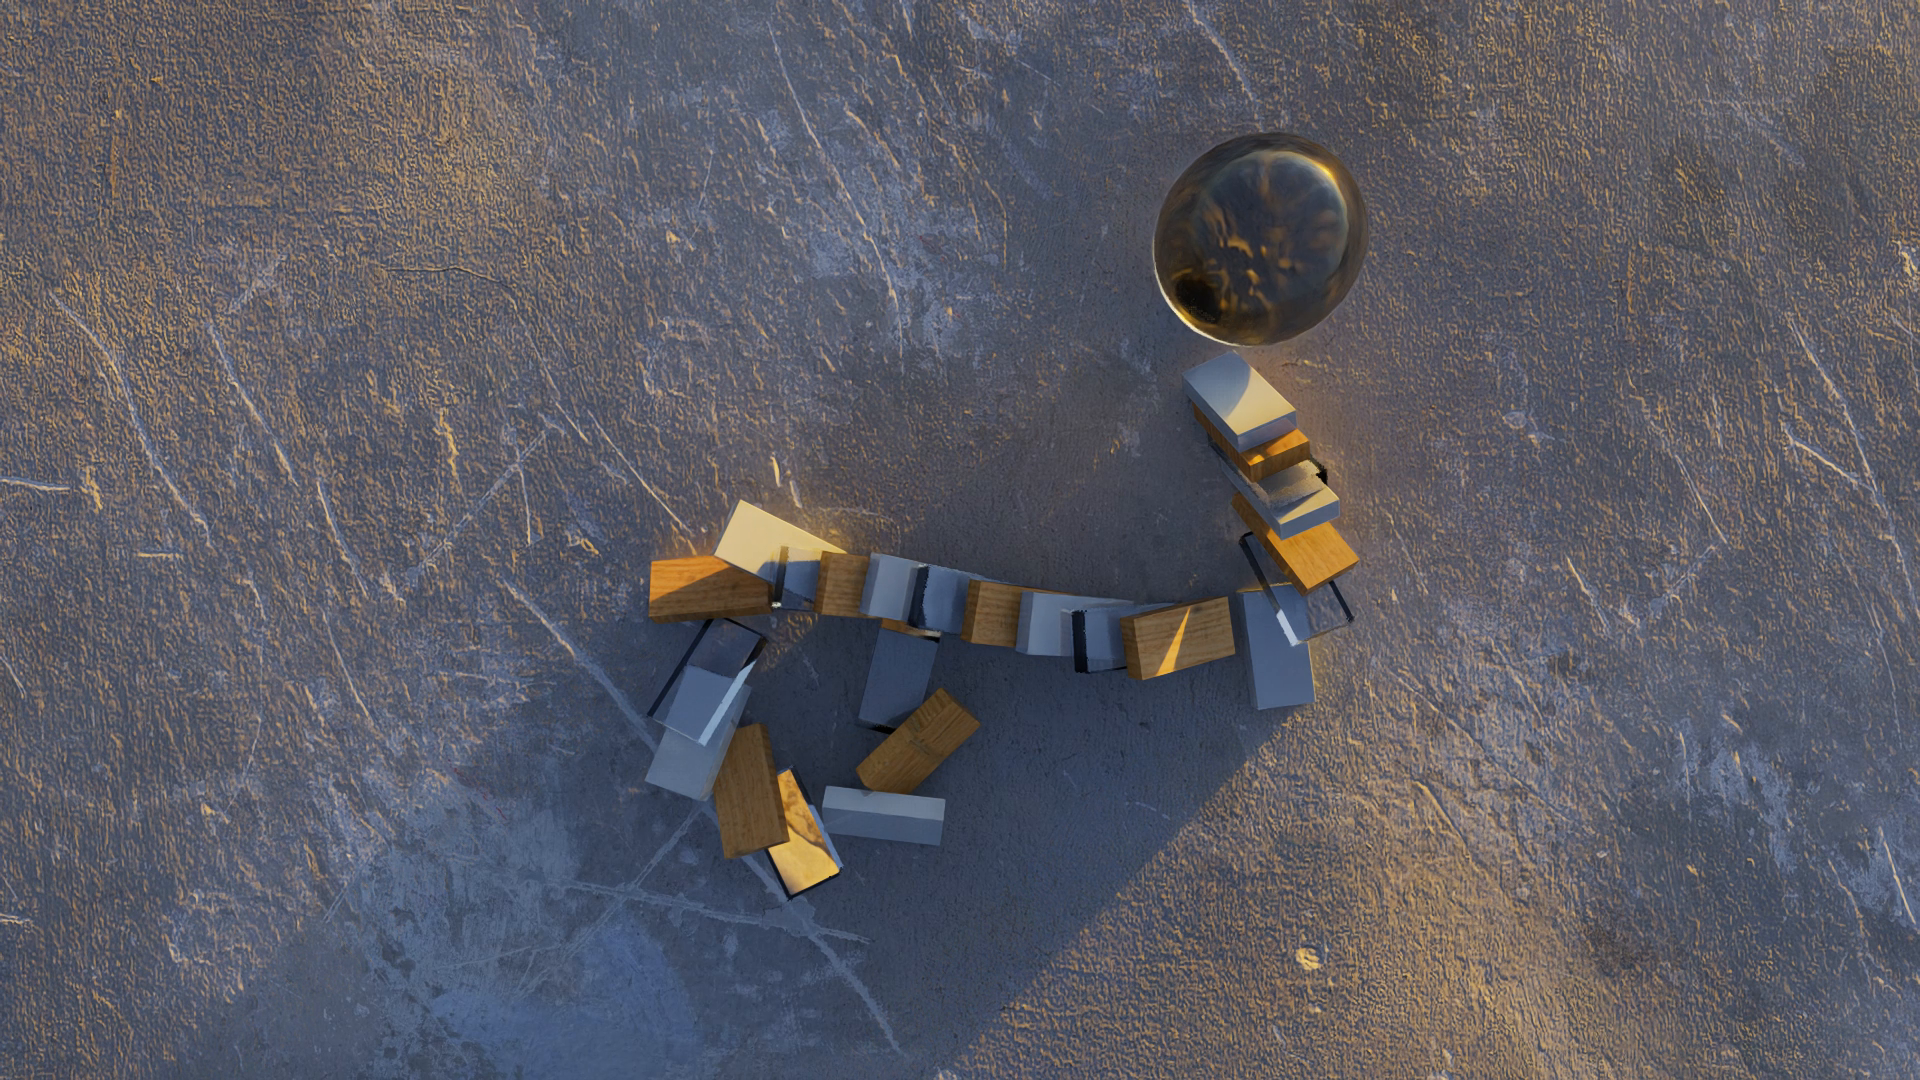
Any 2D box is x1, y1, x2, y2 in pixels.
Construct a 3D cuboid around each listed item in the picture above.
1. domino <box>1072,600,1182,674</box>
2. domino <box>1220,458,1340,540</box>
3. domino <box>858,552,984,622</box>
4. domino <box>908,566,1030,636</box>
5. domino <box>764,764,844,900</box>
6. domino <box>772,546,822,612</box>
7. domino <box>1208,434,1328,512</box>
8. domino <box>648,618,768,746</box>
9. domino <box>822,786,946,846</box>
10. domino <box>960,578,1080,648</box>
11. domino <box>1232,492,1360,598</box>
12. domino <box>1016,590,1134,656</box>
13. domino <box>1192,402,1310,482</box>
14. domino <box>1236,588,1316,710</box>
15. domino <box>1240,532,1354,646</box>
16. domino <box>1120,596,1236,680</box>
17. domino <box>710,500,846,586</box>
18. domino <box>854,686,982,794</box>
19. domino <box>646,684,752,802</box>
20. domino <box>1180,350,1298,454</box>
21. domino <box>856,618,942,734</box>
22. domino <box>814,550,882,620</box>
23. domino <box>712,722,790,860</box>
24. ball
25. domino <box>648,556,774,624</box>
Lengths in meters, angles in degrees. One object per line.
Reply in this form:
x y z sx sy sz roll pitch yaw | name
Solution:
0.071 0.040 0.385 0.050 0.009 0.025 -4 90 -27 | domino
0.131 -0.023 0.378 0.025 0.050 0.010 -23 132 0 | domino
-0.015 0.022 0.383 0.050 0.009 0.025 13 87 -31 | domino
0.004 0.027 0.383 0.050 0.010 0.025 12 88 -30 | domino
-0.073 0.126 0.395 0.025 0.010 0.050 -26 90 0 | domino
-0.051 0.018 0.383 0.050 0.009 0.025 8 90 -31 | domino
0.126 -0.035 0.378 0.025 0.050 0.010 -24 132 -1 | domino
-0.105 0.057 0.384 0.025 0.010 0.050 23 67 13 | domino
-0.032 0.117 0.388 0.050 0.025 0.010 7 49 0 | domino
0.026 0.032 0.384 0.050 0.010 0.025 9 90 -28 | domino
0.139 -0.004 0.383 0.025 0.010 0.050 -28 66 -6 | domino
0.048 0.036 0.385 0.050 0.009 0.025 6 90 -27 | domino
0.119 -0.046 0.378 0.025 0.050 0.010 -23 132 0 | domino
0.136 0.046 0.395 0.025 0.010 0.050 -8 90 0 | domino
0.141 0.017 0.386 0.025 0.009 0.050 -20 69 -2 | domino
0.092 0.040 0.384 0.050 0.010 0.025 -10 93 -26 | domino
-0.076 0.006 0.383 0.050 0.010 0.025 28 75 -23 | domino
-0.017 0.087 0.388 0.050 0.009 0.025 -44 133 0 | domino
-0.110 0.081 0.387 0.025 0.009 0.050 16 74 10 | domino
0.114 -0.058 0.378 0.025 0.050 0.010 -23 132 0 | domino
-0.026 0.059 0.385 0.025 0.009 0.050 15 114 0 | domino
-0.034 0.020 0.382 0.050 0.009 0.025 9 90 -31 | domino
-0.090 0.105 0.386 0.025 0.010 0.050 -18 68 3 | domino
0.116 -0.117 0.360 0.080 0.080 0.080 0 90 0 | ball
-0.106 0.020 0.391 0.050 0.009 0.025 -5 66 0 | domino
